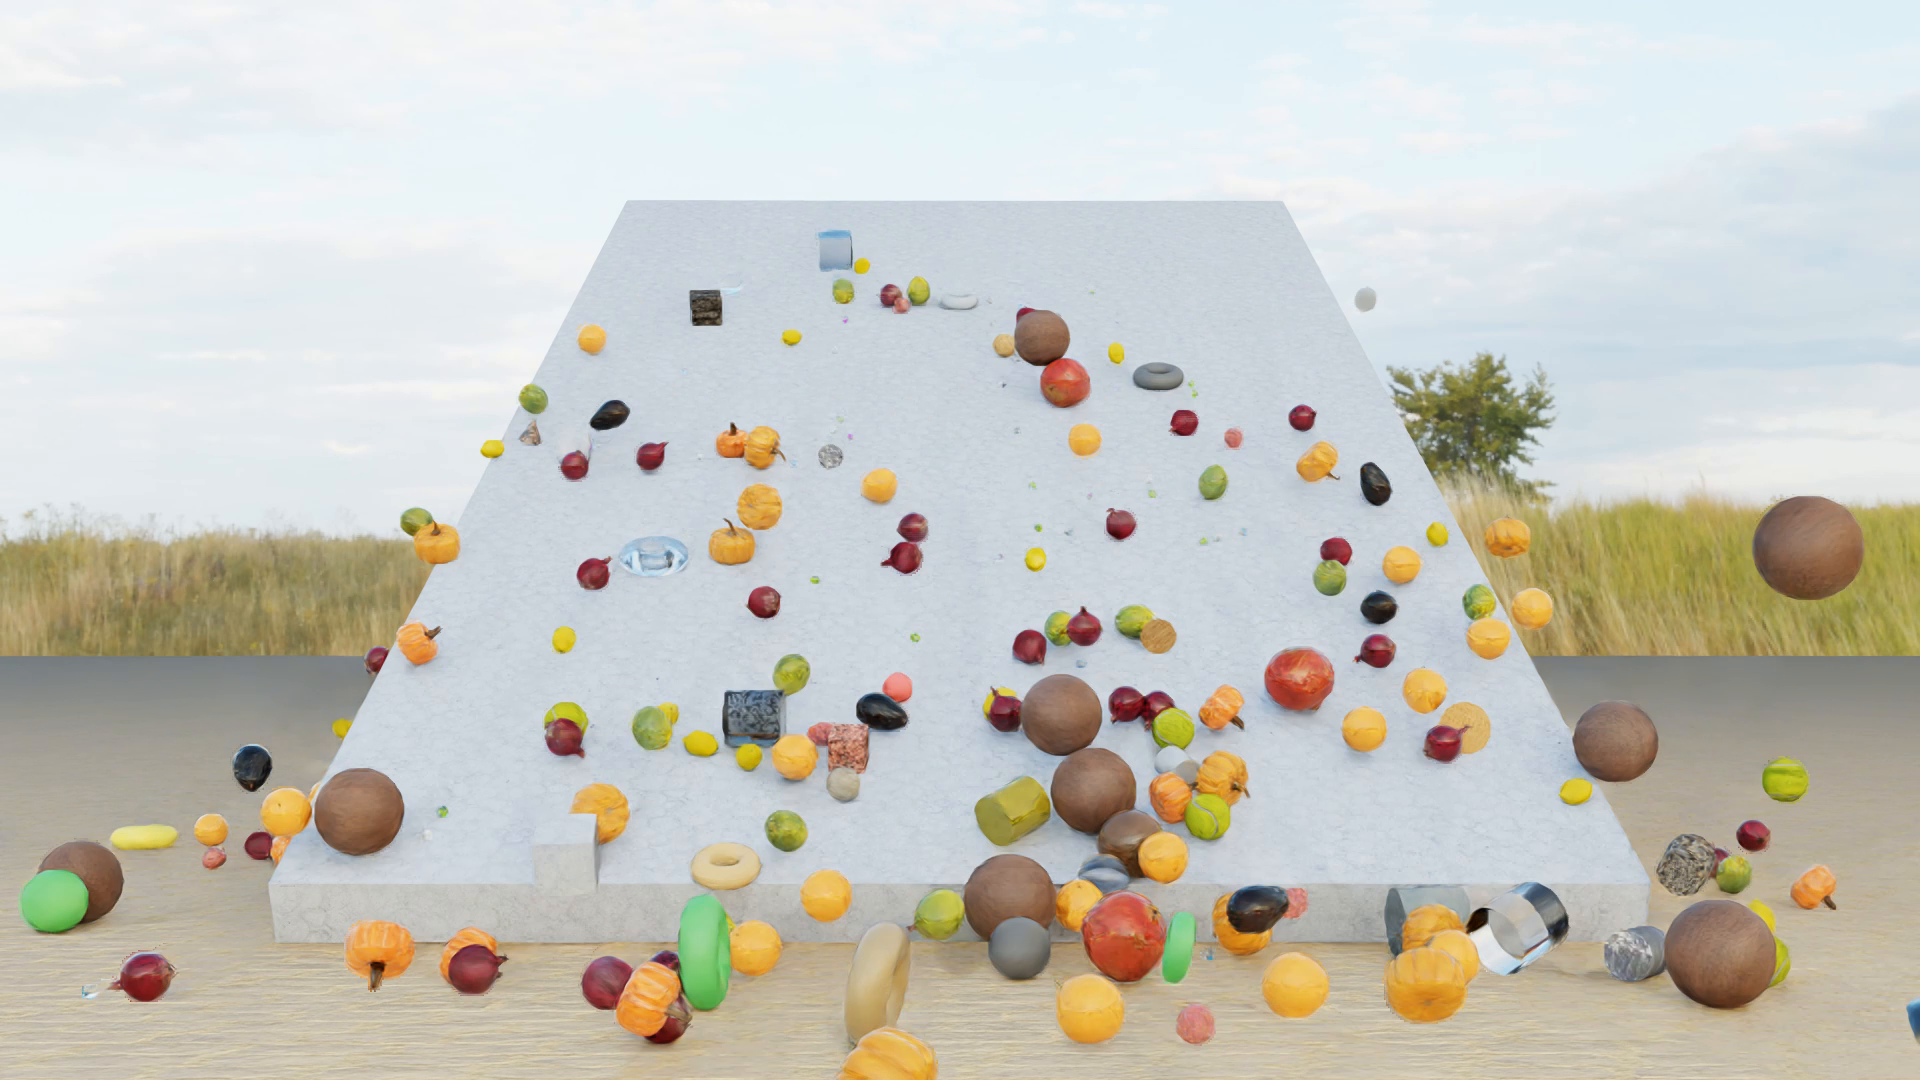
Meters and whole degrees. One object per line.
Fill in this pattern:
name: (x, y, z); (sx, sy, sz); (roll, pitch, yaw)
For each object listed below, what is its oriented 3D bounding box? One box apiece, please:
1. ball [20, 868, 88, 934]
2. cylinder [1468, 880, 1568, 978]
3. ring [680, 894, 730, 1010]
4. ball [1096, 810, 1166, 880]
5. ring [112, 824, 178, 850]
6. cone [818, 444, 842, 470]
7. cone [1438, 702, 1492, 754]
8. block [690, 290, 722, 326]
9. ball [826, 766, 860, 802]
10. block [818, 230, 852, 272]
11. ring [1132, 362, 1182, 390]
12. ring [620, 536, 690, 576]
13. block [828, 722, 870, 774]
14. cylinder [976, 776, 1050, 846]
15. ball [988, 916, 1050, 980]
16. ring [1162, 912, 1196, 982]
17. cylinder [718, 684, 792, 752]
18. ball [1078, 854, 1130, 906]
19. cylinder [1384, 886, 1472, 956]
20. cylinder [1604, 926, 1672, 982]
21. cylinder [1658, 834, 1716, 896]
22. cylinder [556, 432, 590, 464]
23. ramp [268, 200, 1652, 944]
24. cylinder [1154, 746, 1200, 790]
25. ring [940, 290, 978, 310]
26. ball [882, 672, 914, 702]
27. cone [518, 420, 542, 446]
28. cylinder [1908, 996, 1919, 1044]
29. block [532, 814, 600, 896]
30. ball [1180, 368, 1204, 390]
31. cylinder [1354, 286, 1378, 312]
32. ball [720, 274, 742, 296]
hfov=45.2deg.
ball: (-1.369, 0.546, 3.486); (0.096, 0.096, 0.096); (0, -3, 0)
cylinder: (0.736, 0.512, 3.040); (0.094, 0.094, 0.094); (-27, 15, -38)
ring: (-0.304, 0.491, 2.743); (0.045, 0.136, 0.136); (-4, -3, 3)
ball: (0.248, 0.440, 3.335); (0.100, 0.100, 0.100); (0, -3, 0)
ring: (-1.765, 0.643, 4.987); (0.137, 0.046, 0.137); (-1, -2, 0)
cone: (-0.278, -0.175, 4.916); (0.054, 0.054, 0.054); (0, -4, -5)
cone: (0.812, 0.306, 3.744); (0.084, 0.084, 0.084); (0, -4, 1)
block: (-0.643, -0.590, 5.850); (0.074, 0.074, 0.074); (-4, 23, -9)
ball: (-0.180, 0.376, 3.550); (0.053, 0.053, 0.053); (0, -3, 0)
block: (-0.343, -0.794, 6.326); (0.089, 0.089, 0.089); (-2, 23, -6)
ring: (0.465, -0.383, 5.403); (0.120, 0.040, 0.120); (-1, 24, 0)
ring: (-0.583, 0.031, 4.393); (0.134, 0.045, 0.134); (1, 21, 0)
block: (-0.177, 0.330, 3.655); (0.057, 0.057, 0.057); (2, 23, 6)
cylinder: (0.079, 0.404, 3.438); (0.080, 0.080, 0.080); (-26, 14, -37)
ball: (0.077, 0.530, 2.988); (0.081, 0.081, 0.081); (0, -3, 0)
ring: (0.265, 0.494, 2.798); (0.029, 0.087, 0.087); (12, -2, 3)
cylinder: (-0.330, 0.286, 3.713); (0.091, 0.091, 0.091); (-15, -5, 10)
ball: (0.204, 0.482, 3.270); (0.075, 0.075, 0.075); (0, -3, 0)
cylinder: (0.644, 0.524, 3.169); (0.094, 0.094, 0.094); (-1, -3, -6)
cylinder: (0.881, 0.537, 2.992); (0.066, 0.066, 0.066); (-2, -3, 39)
cylinder: (1.047, 0.468, 3.321); (0.068, 0.068, 0.068); (-2, 17, 31)
cylinder: (-0.824, -0.197, 4.909); (0.066, 0.066, 0.066); (-1, -3, -4)
ramp: (-0.007, -0.223, 5.197); (2.000, 0.100, 4.000); (0, 23, 0)
cylinder: (0.340, 0.356, 3.603); (0.052, 0.052, 0.052); (1, 20, -28)
ring: (-0.003, -0.623, 5.987); (0.100, 0.033, 0.100); (1, 22, 0)
ball: (-0.104, 0.248, 3.863); (0.051, 0.051, 0.051); (0, -3, 0)
cone: (-0.932, -0.241, 5.021); (0.052, 0.052, 0.052); (14, 20, -5)
cylinder: (0.921, 0.436, 2.071); (0.093, 0.093, 0.093); (-38, -24, 30)
block: (-0.567, 0.453, 3.320); (0.085, 0.085, 0.085); (-2, 23, -4)
ball: (0.540, -0.373, 5.393); (0.058, 0.058, 0.058); (0, -3, 0)
cylinder: (1.074, -0.637, 6.098); (0.056, 0.056, 0.056); (-1, 18, 14)
ball: (-0.602, -0.673, 6.071); (0.058, 0.058, 0.058); (0, -3, 0)
